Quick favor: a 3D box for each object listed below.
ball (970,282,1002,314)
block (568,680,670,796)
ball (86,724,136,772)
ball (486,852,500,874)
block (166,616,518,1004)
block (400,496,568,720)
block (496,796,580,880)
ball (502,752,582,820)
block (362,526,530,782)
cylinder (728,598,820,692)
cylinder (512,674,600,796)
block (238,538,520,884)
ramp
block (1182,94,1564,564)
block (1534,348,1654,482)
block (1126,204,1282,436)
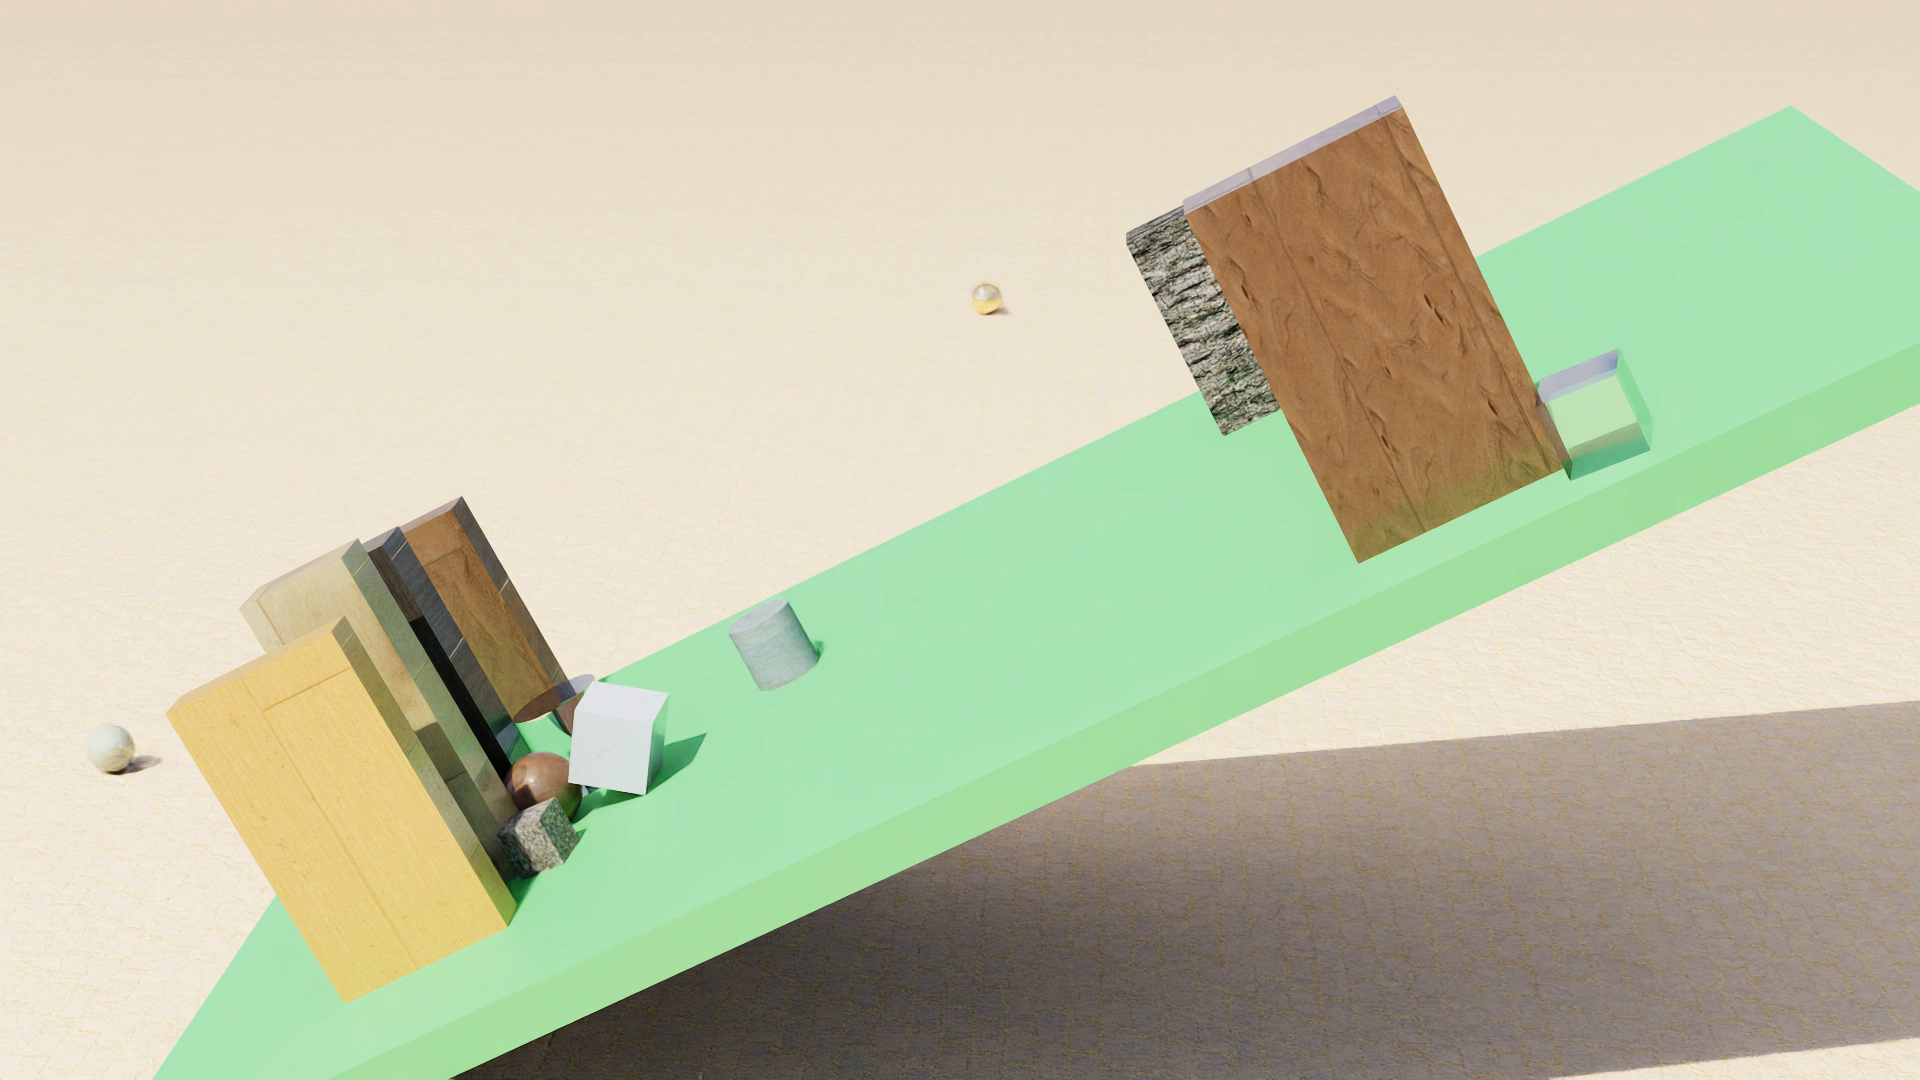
[{"bbox_3d":[0.123,-1.114,13.564,0.148,0.148,0.148,0,17,0],"label":"ball"},{"bbox_3d":[-0.734,0.425,6.329,0.169,0.169,0.169,9,19,4],"label":"block"},{"bbox_3d":[-2.323,0.570,8.044,0.129,0.129,0.129,0,17,0],"label":"ball"},{"bbox_3d":[-1.023,0.703,6.065,0.150,0.150,0.150,0,17,0],"label":"ball"},{"bbox_3d":[-1.232,0.544,5.886,0.385,0.697,0.105,-26,14,10],"label":"block"},{"bbox_3d":[-1.188,0.235,7.104,0.290,0.612,0.120,-26,14,10],"label":"block"},{"bbox_3d":[-0.883,0.625,6.157,0.109,0.109,0.109,-23,14,19],"label":"block"},{"bbox_3d":[-0.903,0.543,6.358,0.173,0.173,0.173,0,17,0],"label":"ball"},{"bbox_3d":[-1.175,0.346,6.460,0.241,0.712,0.148,-26,14,10],"label":"block"},{"bbox_3d":[-0.417,0.234,6.583,0.153,0.153,0.153,-26,14,7],"label":"cylinder"},{"bbox_3d":[-0.858,0.441,6.572,0.207,0.207,0.207,-26,14,7],"label":"cylinder"},{"bbox_3d":[-1.191,0.399,6.173,0.246,0.772,0.143,-26,14,10],"label":"block"},{"bbox_3d":[0.140,0.168,6.281,4.000,0.100,2.000,-26,14,10],"label":"ramp"},{"bbox_3d":[0.754,-0.377,5.325,0.423,0.722,0.148,-26,14,10],"label":"block"},{"bbox_3d":[1.132,-0.225,5.246,0.152,0.152,0.152,-22,15,22],"label":"block"},{"bbox_3d":[0.632,-0.535,6.621,0.332,0.493,0.139,-26,14,10],"label":"block"}]
